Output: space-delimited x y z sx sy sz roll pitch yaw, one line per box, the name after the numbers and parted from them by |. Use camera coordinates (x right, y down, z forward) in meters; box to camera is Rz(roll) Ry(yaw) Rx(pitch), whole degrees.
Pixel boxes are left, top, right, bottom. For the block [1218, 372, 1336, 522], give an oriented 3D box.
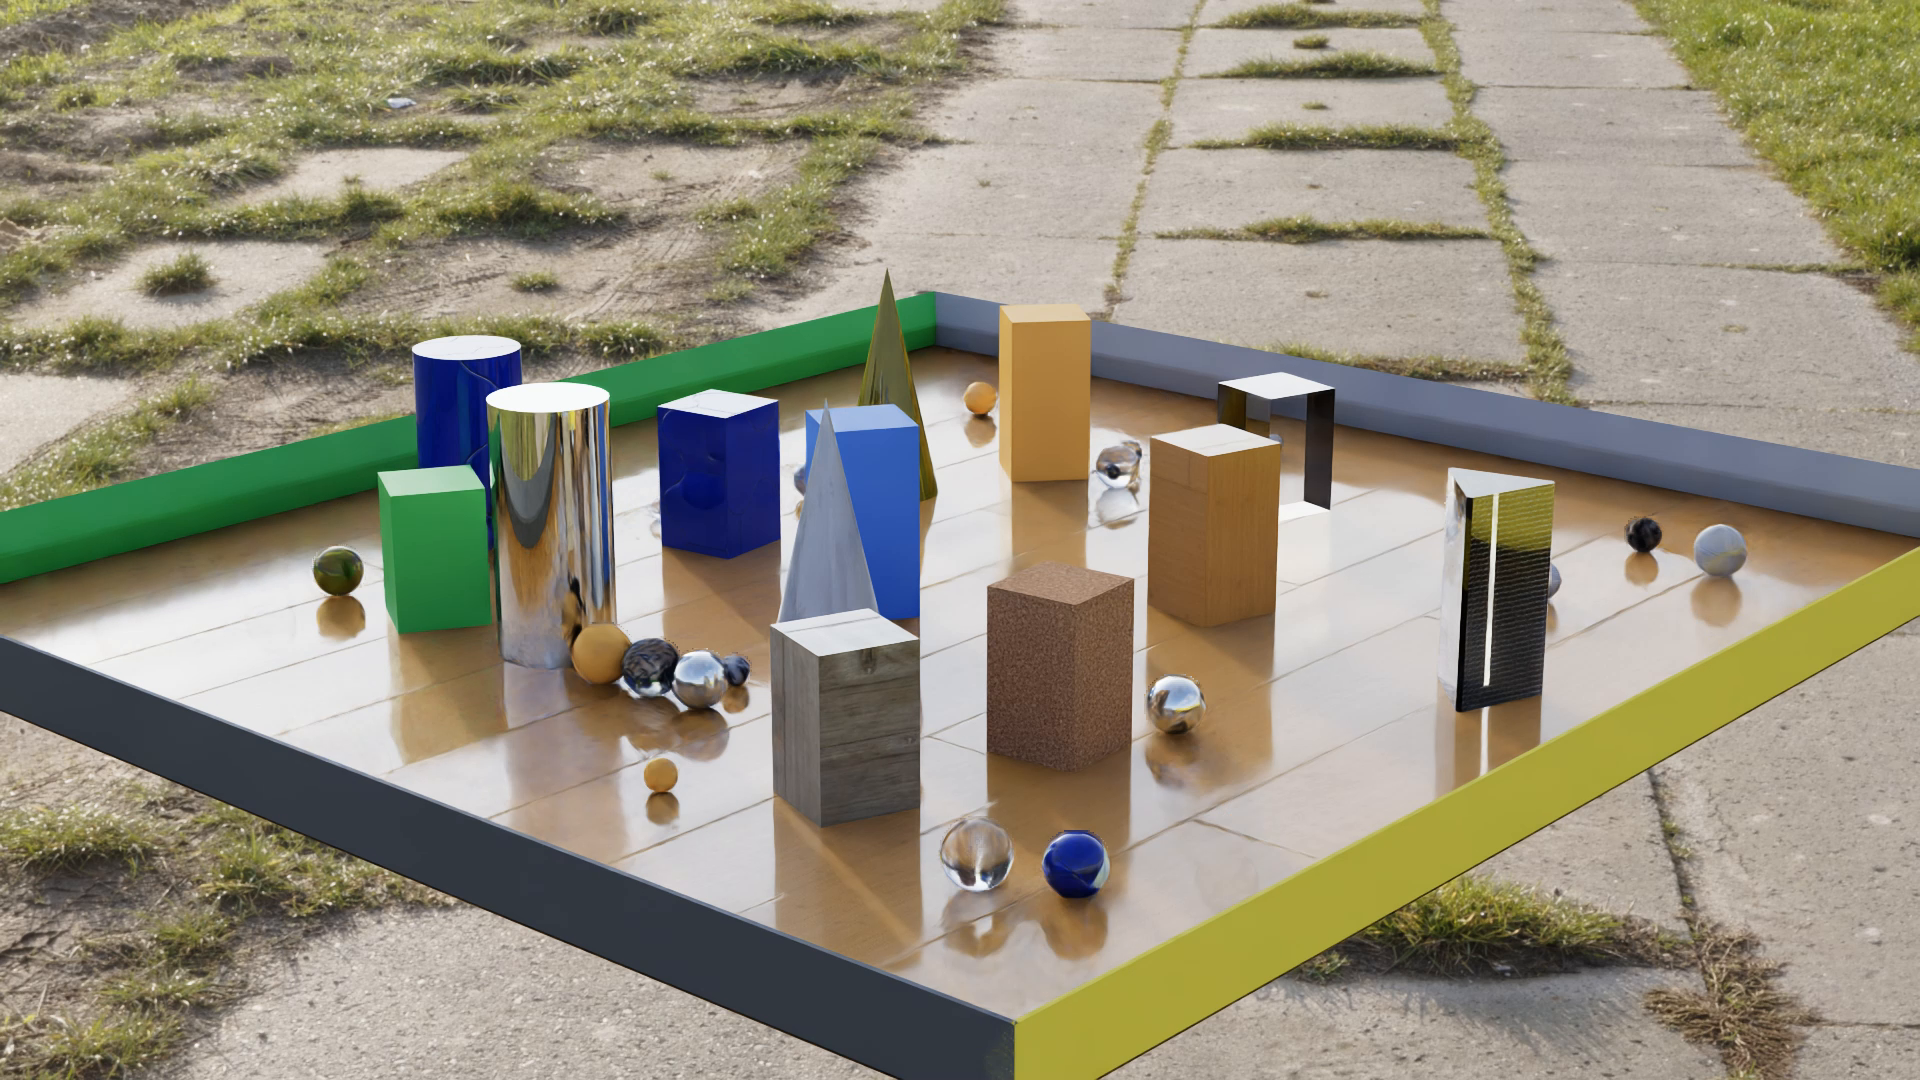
0.603 -0.179 5.624 0.158 0.242 0.158 -11 20 -32 | block

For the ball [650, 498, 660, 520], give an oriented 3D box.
-0.571 -0.059 5.577 0.040 0.040 0.040 0 17 0 | ball

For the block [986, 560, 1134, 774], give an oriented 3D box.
0.150 0.187 4.379 0.158 0.261 0.158 12 20 34 | block

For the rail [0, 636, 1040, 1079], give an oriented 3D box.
-0.923 0.339 4.103 2.645 0.128 0.045 14 22 39 | rail

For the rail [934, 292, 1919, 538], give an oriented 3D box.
0.923 -0.275 6.137 2.645 0.128 0.045 14 22 39 | rail

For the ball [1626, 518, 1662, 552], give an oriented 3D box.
1.253 -0.010 5.373 0.064 0.064 0.064 0 17 0 | ball

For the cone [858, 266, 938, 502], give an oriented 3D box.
-0.140 -0.312 5.706 0.197 0.450 0.197 0 17 0 | cone

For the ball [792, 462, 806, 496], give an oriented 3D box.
-0.290 -0.118 5.718 0.071 0.071 0.071 0 17 0 | ball

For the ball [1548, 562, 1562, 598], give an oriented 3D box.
1.009 0.070 5.097 0.071 0.071 0.071 0 17 0 | ball

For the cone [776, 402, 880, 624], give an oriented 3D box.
-0.215 -0.020 4.763 0.197 0.435 0.197 0 17 0 | cone

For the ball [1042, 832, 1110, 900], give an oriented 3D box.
0.153 0.429 3.872 0.089 0.089 0.089 0 17 0 | ball

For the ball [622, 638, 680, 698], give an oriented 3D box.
-0.487 0.201 4.622 0.094 0.094 0.094 0 17 0 | ball

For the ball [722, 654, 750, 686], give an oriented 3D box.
-0.360 0.208 4.679 0.048 0.048 0.048 0 17 0 | ball

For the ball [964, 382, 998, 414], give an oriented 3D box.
0.044 -0.307 6.345 0.072 0.072 0.072 0 17 0 | ball

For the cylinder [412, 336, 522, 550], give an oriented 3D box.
-0.905 -0.181 5.429 0.197 0.360 0.197 0 17 0 | cylinder

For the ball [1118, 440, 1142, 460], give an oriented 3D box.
0.338 -0.174 5.926 0.059 0.059 0.059 0 17 0 | ball

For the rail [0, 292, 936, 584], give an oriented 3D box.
-0.981 -0.214 5.935 0.045 0.128 2.862 14 22 39 | rail

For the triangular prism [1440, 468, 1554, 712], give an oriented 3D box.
0.811 0.071 4.615 0.171 0.347 0.148 -10 19 -29 | triangular prism

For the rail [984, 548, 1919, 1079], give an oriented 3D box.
0.981 0.278 4.305 0.045 0.128 2.862 14 22 39 | rail

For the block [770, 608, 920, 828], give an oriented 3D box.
-0.164 0.251 4.178 0.158 0.254 0.158 -9 19 -27 | block

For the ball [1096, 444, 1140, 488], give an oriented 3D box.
0.311 -0.146 5.782 0.088 0.088 0.088 0 17 0 | ball

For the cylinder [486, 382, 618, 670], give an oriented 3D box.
-0.664 -0.025 4.789 0.197 0.430 0.197 0 17 0 | cylinder

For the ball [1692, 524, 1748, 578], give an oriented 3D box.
1.354 0.019 5.225 0.094 0.094 0.094 0 17 0 | ball

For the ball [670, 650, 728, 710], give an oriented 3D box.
-0.406 0.218 4.570 0.092 0.092 0.092 0 17 0 | ball

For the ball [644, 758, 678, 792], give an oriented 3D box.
-0.432 0.339 4.237 0.051 0.051 0.051 0 17 0 | ball

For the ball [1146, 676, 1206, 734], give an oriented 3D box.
0.328 0.251 4.462 0.090 0.090 0.090 0 17 0 | ball

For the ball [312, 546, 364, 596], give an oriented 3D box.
-1.086 0.054 5.121 0.088 0.088 0.088 0 17 0 | ball

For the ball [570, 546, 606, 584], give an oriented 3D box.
-0.658 0.044 5.191 0.066 0.066 0.066 0 17 0 | ball

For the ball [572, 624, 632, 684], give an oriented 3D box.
-0.570 0.182 4.677 0.098 0.098 0.098 0 17 0 | ball

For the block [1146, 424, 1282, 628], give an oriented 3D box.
0.434 -0.027 5.020 0.158 0.300 0.158 -11 20 -32 | block

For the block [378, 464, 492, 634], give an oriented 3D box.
-0.894 0.014 4.989 0.158 0.240 0.158 -5 18 -18 | block

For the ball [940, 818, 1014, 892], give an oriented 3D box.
0.023 0.418 3.895 0.098 0.098 0.098 0 17 0 | ball

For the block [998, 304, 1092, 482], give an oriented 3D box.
0.168 -0.296 5.873 0.158 0.324 0.158 -2 17 -8 | block

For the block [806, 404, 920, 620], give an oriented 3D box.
-0.166 -0.045 5.017 0.158 0.337 0.158 -5 17 -16 | block

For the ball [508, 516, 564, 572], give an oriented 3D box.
-0.761 0.006 5.259 0.098 0.098 0.098 0 17 0 | ball

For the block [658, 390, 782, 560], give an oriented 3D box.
-0.442 -0.123 5.401 0.158 0.265 0.158 11 20 32 | block
